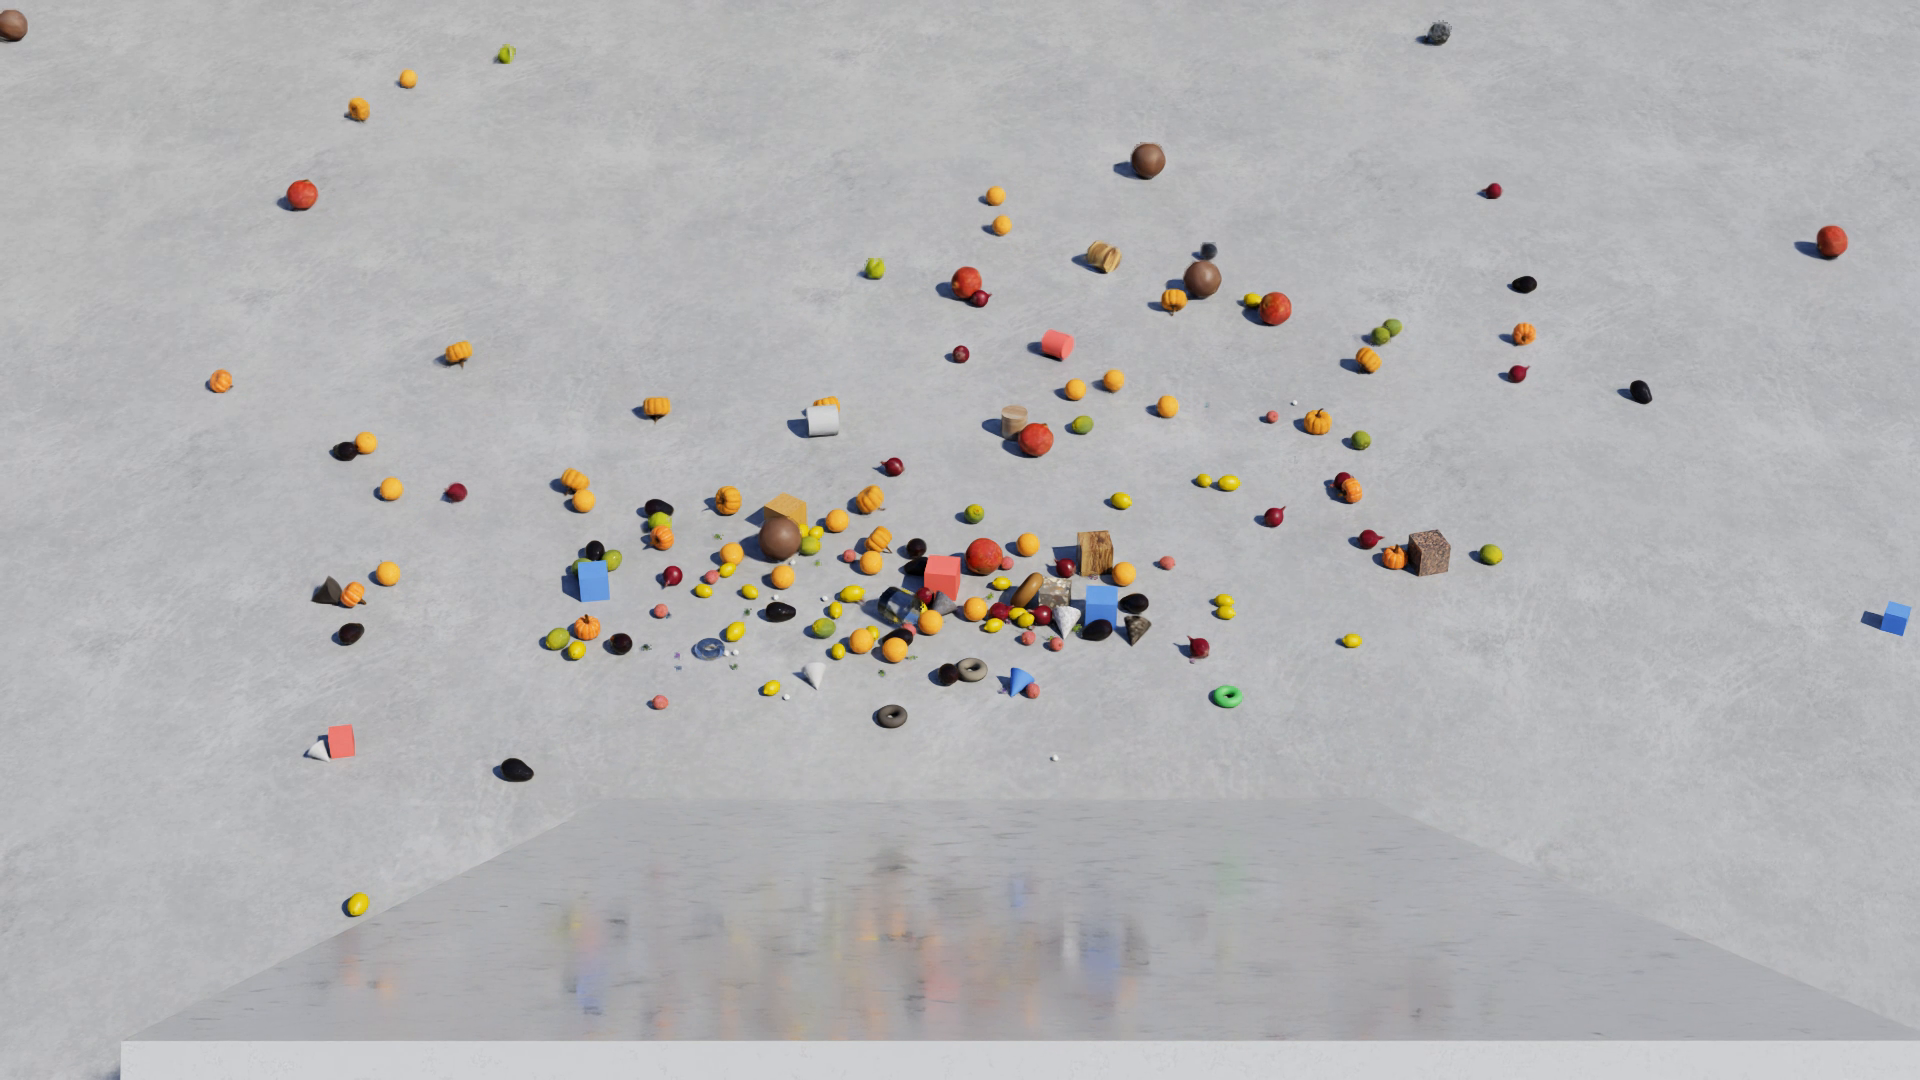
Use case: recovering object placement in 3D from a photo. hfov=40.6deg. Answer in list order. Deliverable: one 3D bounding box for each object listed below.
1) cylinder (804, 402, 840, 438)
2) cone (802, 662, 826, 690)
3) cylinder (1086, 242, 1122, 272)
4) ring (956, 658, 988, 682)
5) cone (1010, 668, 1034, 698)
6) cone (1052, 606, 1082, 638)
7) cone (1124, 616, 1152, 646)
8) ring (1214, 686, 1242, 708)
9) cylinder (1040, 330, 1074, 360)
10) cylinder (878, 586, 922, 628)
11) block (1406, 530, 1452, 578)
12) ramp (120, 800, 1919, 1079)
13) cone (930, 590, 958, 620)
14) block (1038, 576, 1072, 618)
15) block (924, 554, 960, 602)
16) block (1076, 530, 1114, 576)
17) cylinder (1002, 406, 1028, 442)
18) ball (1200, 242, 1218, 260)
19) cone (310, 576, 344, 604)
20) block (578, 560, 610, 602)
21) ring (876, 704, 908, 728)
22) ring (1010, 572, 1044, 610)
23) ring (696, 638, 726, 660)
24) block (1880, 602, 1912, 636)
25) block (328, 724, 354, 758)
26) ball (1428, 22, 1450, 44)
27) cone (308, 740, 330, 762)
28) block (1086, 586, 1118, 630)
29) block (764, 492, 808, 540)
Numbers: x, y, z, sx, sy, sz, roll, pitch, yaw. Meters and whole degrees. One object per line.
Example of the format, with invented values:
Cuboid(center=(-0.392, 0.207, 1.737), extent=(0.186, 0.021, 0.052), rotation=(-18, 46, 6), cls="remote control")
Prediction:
Cuboid(center=(-0.446, -0.388, 8.418), extent=(0.097, 0.097, 0.097), rotation=(-15, 37, -6), cls="cylinder")
Cuboid(center=(-0.410, 0.395, 7.370), extent=(0.072, 0.072, 0.072), rotation=(-7, 63, -9), cls="cone")
Cuboid(center=(0.515, -1.014, 9.307), extent=(0.088, 0.088, 0.088), rotation=(30, 45, 35), cls="cylinder")
Cuboid(center=(0.033, 0.370, 7.408), extent=(0.093, 0.031, 0.093), rotation=(1, 35, -1), cls="ring")
Cuboid(center=(0.160, 0.414, 7.342), extent=(0.077, 0.077, 0.077), rotation=(19, 66, 24), cls="cone")
Cuboid(center=(0.307, 0.252, 7.565), extent=(0.088, 0.088, 0.088), rotation=(4, 62, 6), cls="cone")
Cuboid(center=(0.506, 0.274, 7.536), extent=(0.083, 0.083, 0.083), rotation=(9, 63, 12), cls="cone")
Cuboid(center=(0.754, 0.440, 7.311), extent=(0.083, 0.028, 0.083), rotation=(-1, 36, 1), cls="ring")
Cuboid(center=(0.330, -0.664, 8.819), extent=(0.082, 0.082, 0.082), rotation=(19, 40, 25), cls="cylinder")
Cuboid(center=(-0.176, 0.196, 7.599), extent=(0.092, 0.092, 0.092), rotation=(26, 43, 32), cls="cylinder")
Cuboid(center=(1.410, 0.039, 7.818), extent=(0.094, 0.094, 0.094), rotation=(-9, 36, -13), cls="block")
Cuboid(center=(0.078, 0.668, 4.851), extent=(2.000, 0.100, 4.000), rotation=(0, -2, 0), cls="ramp")
Cuboid(center=(-0.065, 0.207, 7.631), extent=(0.083, 0.083, 0.083), rotation=(32, 73, 37), cls="cone")
Cuboid(center=(0.280, 0.170, 7.642), extent=(0.084, 0.084, 0.084), rotation=(6, 36, 8), cls="block")
Cuboid(center=(-0.052, 0.113, 7.715), extent=(0.094, 0.094, 0.094), rotation=(5, 36, 7), cls="block")
Cuboid(center=(0.405, 0.040, 7.816), extent=(0.095, 0.095, 0.095), rotation=(-4, 36, -6), cls="block")
Cuboid(center=(0.176, -0.379, 8.415), extent=(0.085, 0.085, 0.085), rotation=(0, 35, 0), cls="cylinder")
Cuboid(center=(0.899, -1.041, 9.370), extent=(0.060, 0.060, 0.060), rotation=(0, 35, 0), cls="ball")
Cuboid(center=(-1.886, 0.164, 7.690), extent=(0.086, 0.086, 0.086), rotation=(-24, 33, 13), cls="cone")
Cuboid(center=(-1.086, 0.122, 7.709), extent=(0.084, 0.084, 0.084), rotation=(-5, 36, -7), cls="block")
Cuboid(center=(-0.189, 0.491, 7.239), extent=(0.087, 0.029, 0.087), rotation=(-1, 35, 1), cls="ring")
Cuboid(center=(0.197, 0.150, 7.648), extent=(0.043, 0.130, 0.130), rotation=(39, 41, -4), cls="ring")
Cuboid(center=(-0.720, 0.314, 7.488), extent=(0.087, 0.029, 0.087), rotation=(1, 36, -1), cls="ring")
Cuboid(center=(2.729, 0.229, 7.576), extent=(0.064, 0.064, 0.064), rotation=(17, 39, 22), cls="block")
Cuboid(center=(-1.695, 0.552, 7.123), extent=(0.062, 0.062, 0.062), rotation=(-6, 36, -9), cls="block")
Cuboid(center=(2.003, -2.116, 10.859), extent=(0.090, 0.090, 0.090), rotation=(0, 35, 0), cls="ball")
Cuboid(center=(-1.742, 0.588, 7.104), extent=(0.057, 0.057, 0.057), rotation=(43, 48, 10), cls="cone")
Cuboid(center=(0.413, 0.197, 7.597), extent=(0.091, 0.091, 0.091), rotation=(2, 35, 3), cls="block")
Cuboid(center=(-0.535, -0.072, 7.977), extent=(0.092, 0.092, 0.092), rotation=(24, 42, 30), cls="block")
